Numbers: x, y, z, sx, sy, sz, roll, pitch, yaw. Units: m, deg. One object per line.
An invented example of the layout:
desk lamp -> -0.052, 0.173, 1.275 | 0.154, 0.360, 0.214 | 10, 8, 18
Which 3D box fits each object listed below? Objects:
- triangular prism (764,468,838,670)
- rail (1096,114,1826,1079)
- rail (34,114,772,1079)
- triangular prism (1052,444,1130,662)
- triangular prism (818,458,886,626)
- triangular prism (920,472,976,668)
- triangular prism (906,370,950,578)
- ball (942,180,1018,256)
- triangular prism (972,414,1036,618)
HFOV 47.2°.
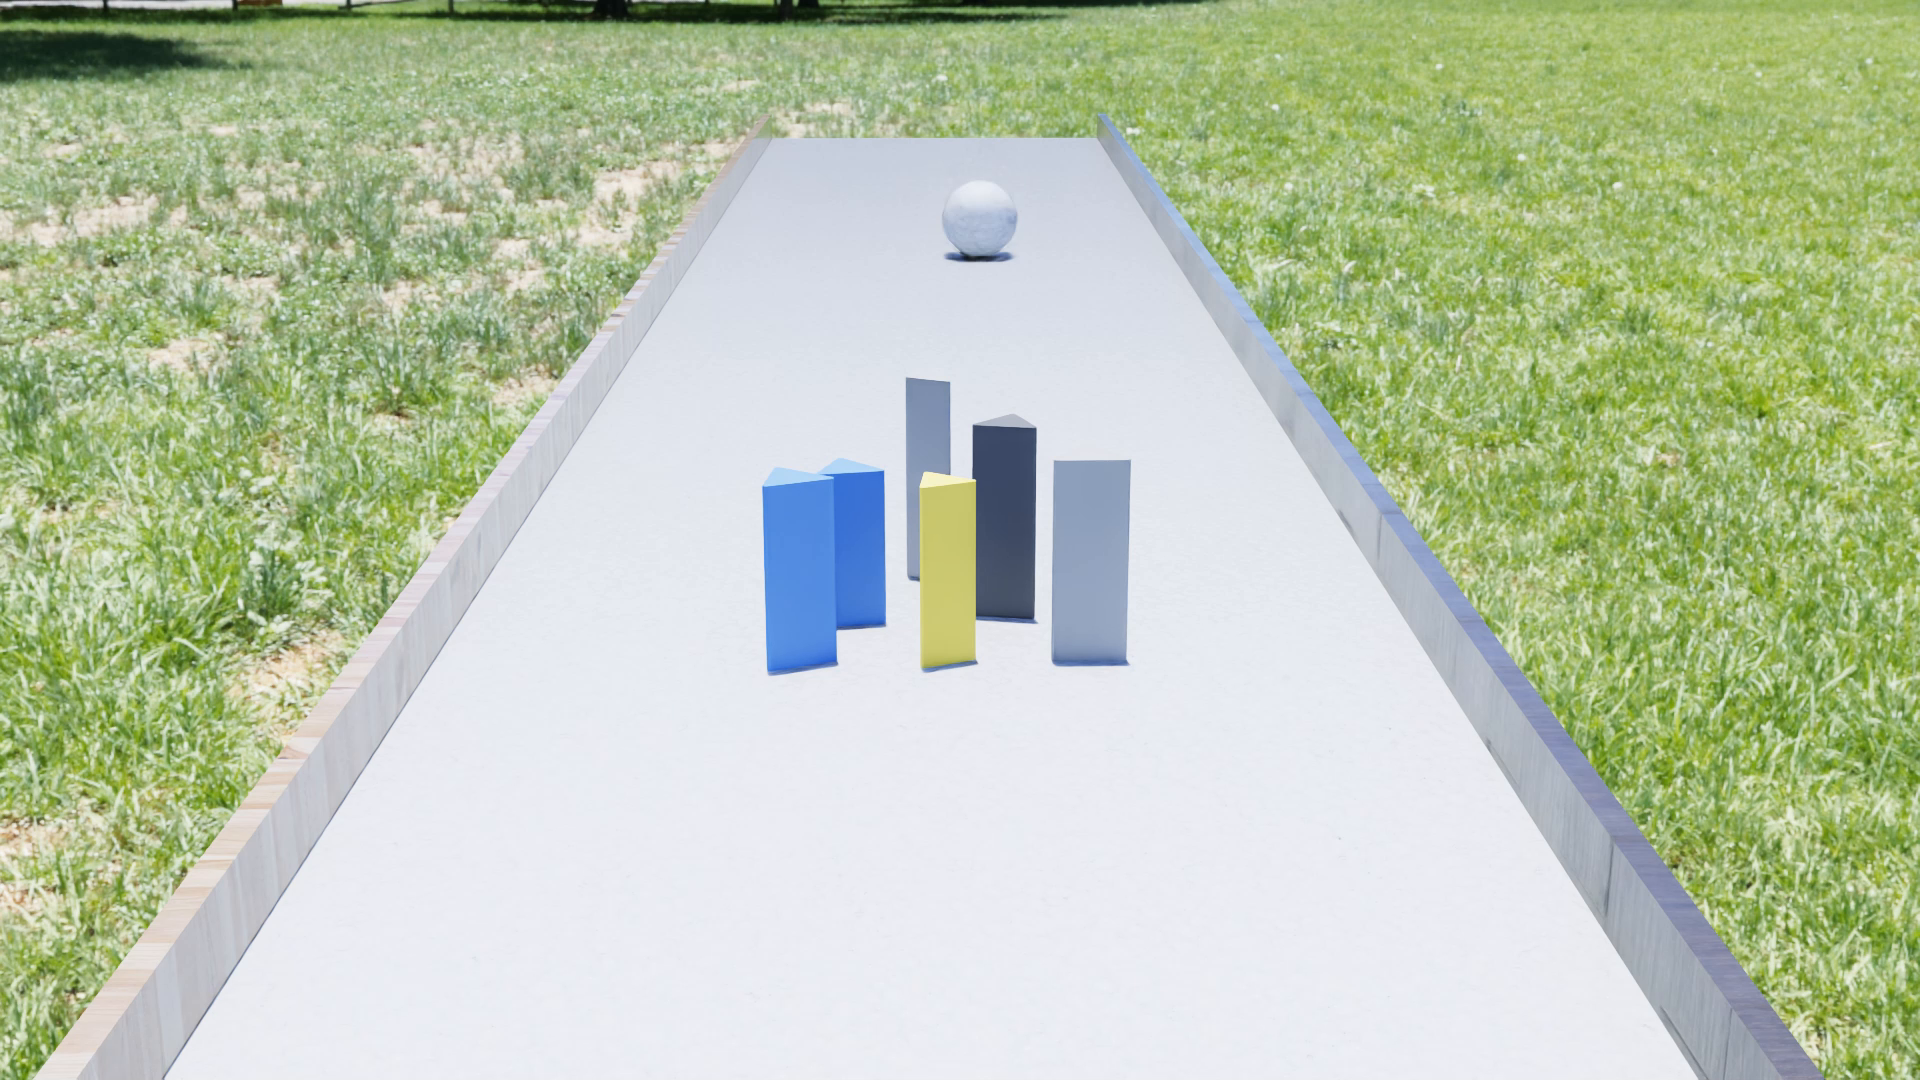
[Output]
triangular prism -> -0.339, 0.053, 4.385 | 0.147, 0.379, 0.127 | -8, 18, -24
rail -> 0.932, -0.844, 7.801 | 0.050, 0.150, 12.000 | 0, 17, -1
rail -> -1.118, -0.838, 7.780 | 0.050, 0.150, 12.000 | 0, 17, -1
triangular prism -> 0.256, 0.024, 4.416 | 0.149, 0.416, 0.129 | -1, 17, -2
triangular prism -> -0.240, 0.003, 4.634 | 0.142, 0.332, 0.123 | -4, 17, -13
triangular prism -> -0.045, 0.056, 4.387 | 0.120, 0.372, 0.104 | -8, 18, -25
triangular prism -> -0.050, -0.144, 4.909 | 0.110, 0.458, 0.095 | 8, 18, 26
ball -> 0.083, -1.345, 9.196 | 0.316, 0.316, 0.316 | 0, 17, 0
triangular prism -> 0.103, -0.052, 4.671 | 0.133, 0.417, 0.115 | 3, 17, 11
